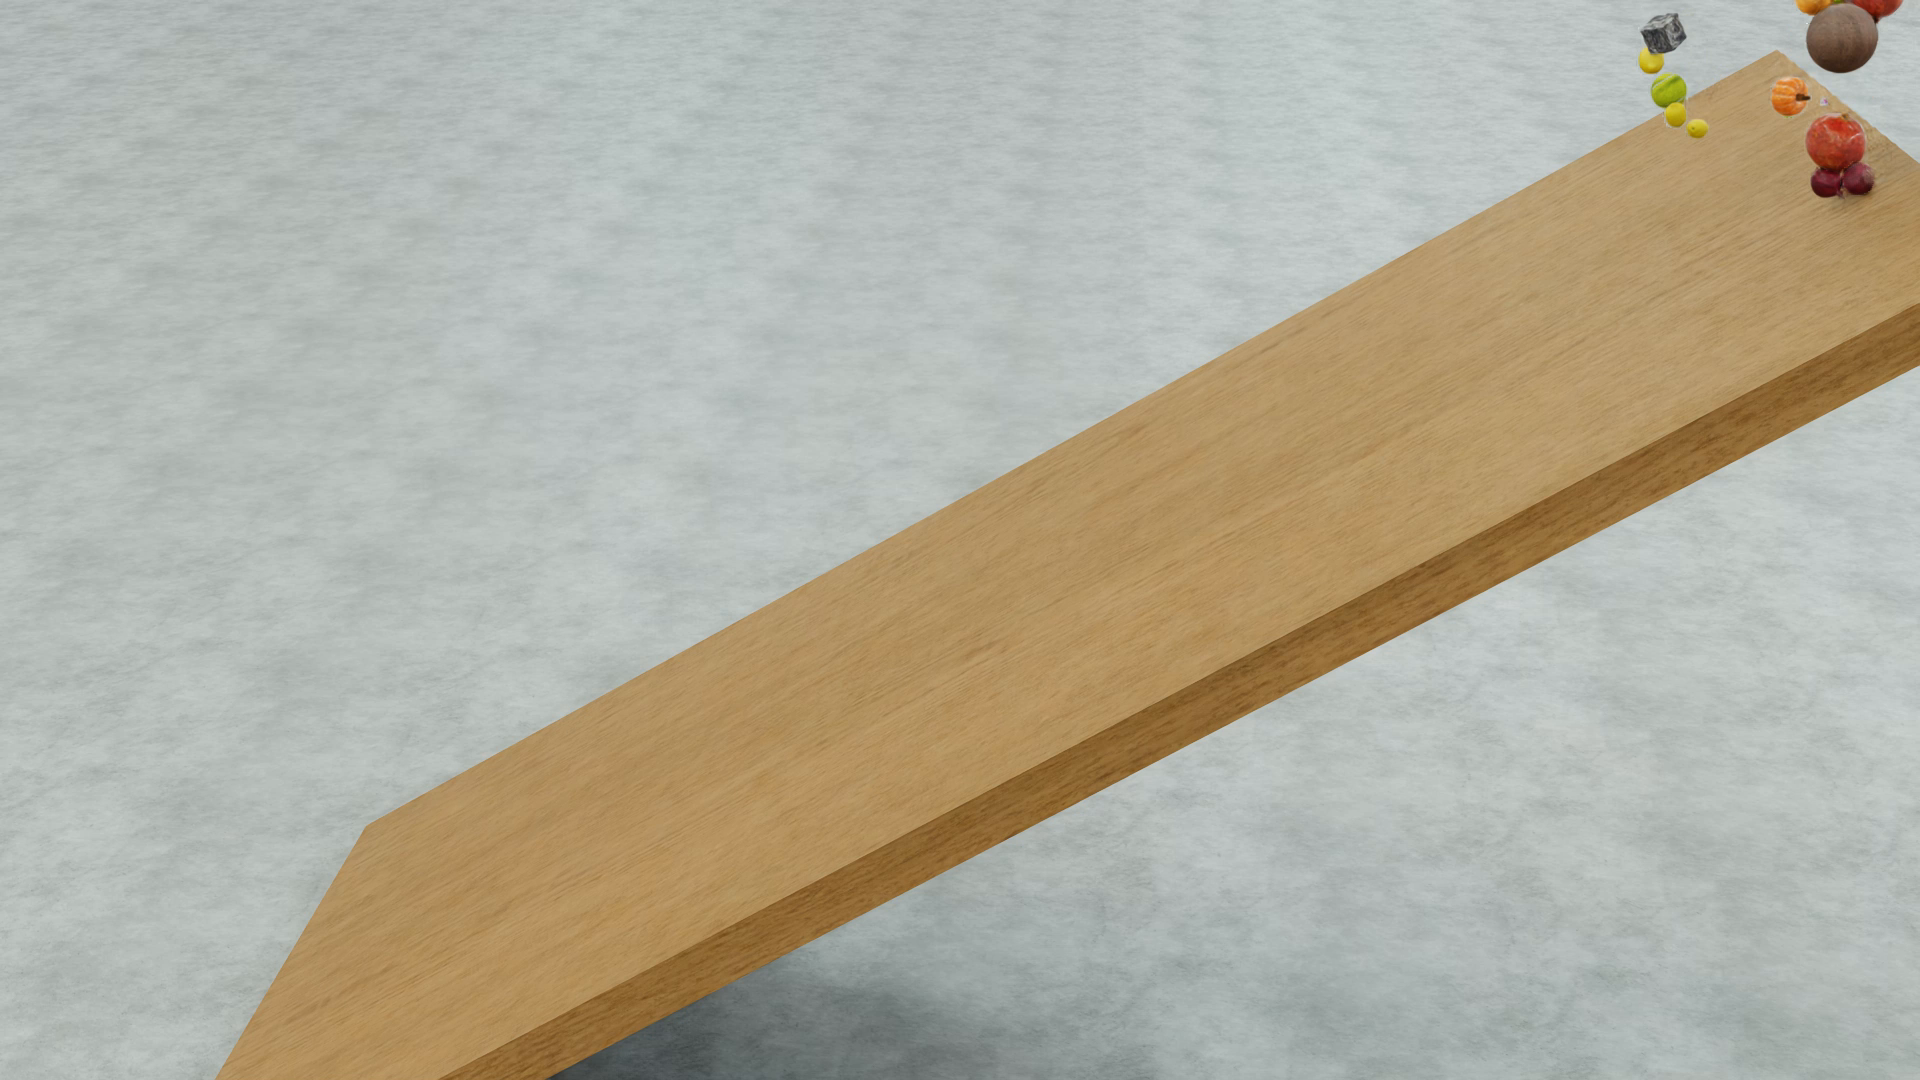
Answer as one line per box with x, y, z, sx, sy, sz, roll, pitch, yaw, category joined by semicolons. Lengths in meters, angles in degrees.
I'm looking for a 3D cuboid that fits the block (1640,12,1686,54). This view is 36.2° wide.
1.399;-1.006;5.848;0.056;0.056;0.056;0;37;49;block

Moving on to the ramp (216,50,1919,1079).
0.142;0.168;6.286;4.000;0.100;2.000;-29;15;12;ramp
